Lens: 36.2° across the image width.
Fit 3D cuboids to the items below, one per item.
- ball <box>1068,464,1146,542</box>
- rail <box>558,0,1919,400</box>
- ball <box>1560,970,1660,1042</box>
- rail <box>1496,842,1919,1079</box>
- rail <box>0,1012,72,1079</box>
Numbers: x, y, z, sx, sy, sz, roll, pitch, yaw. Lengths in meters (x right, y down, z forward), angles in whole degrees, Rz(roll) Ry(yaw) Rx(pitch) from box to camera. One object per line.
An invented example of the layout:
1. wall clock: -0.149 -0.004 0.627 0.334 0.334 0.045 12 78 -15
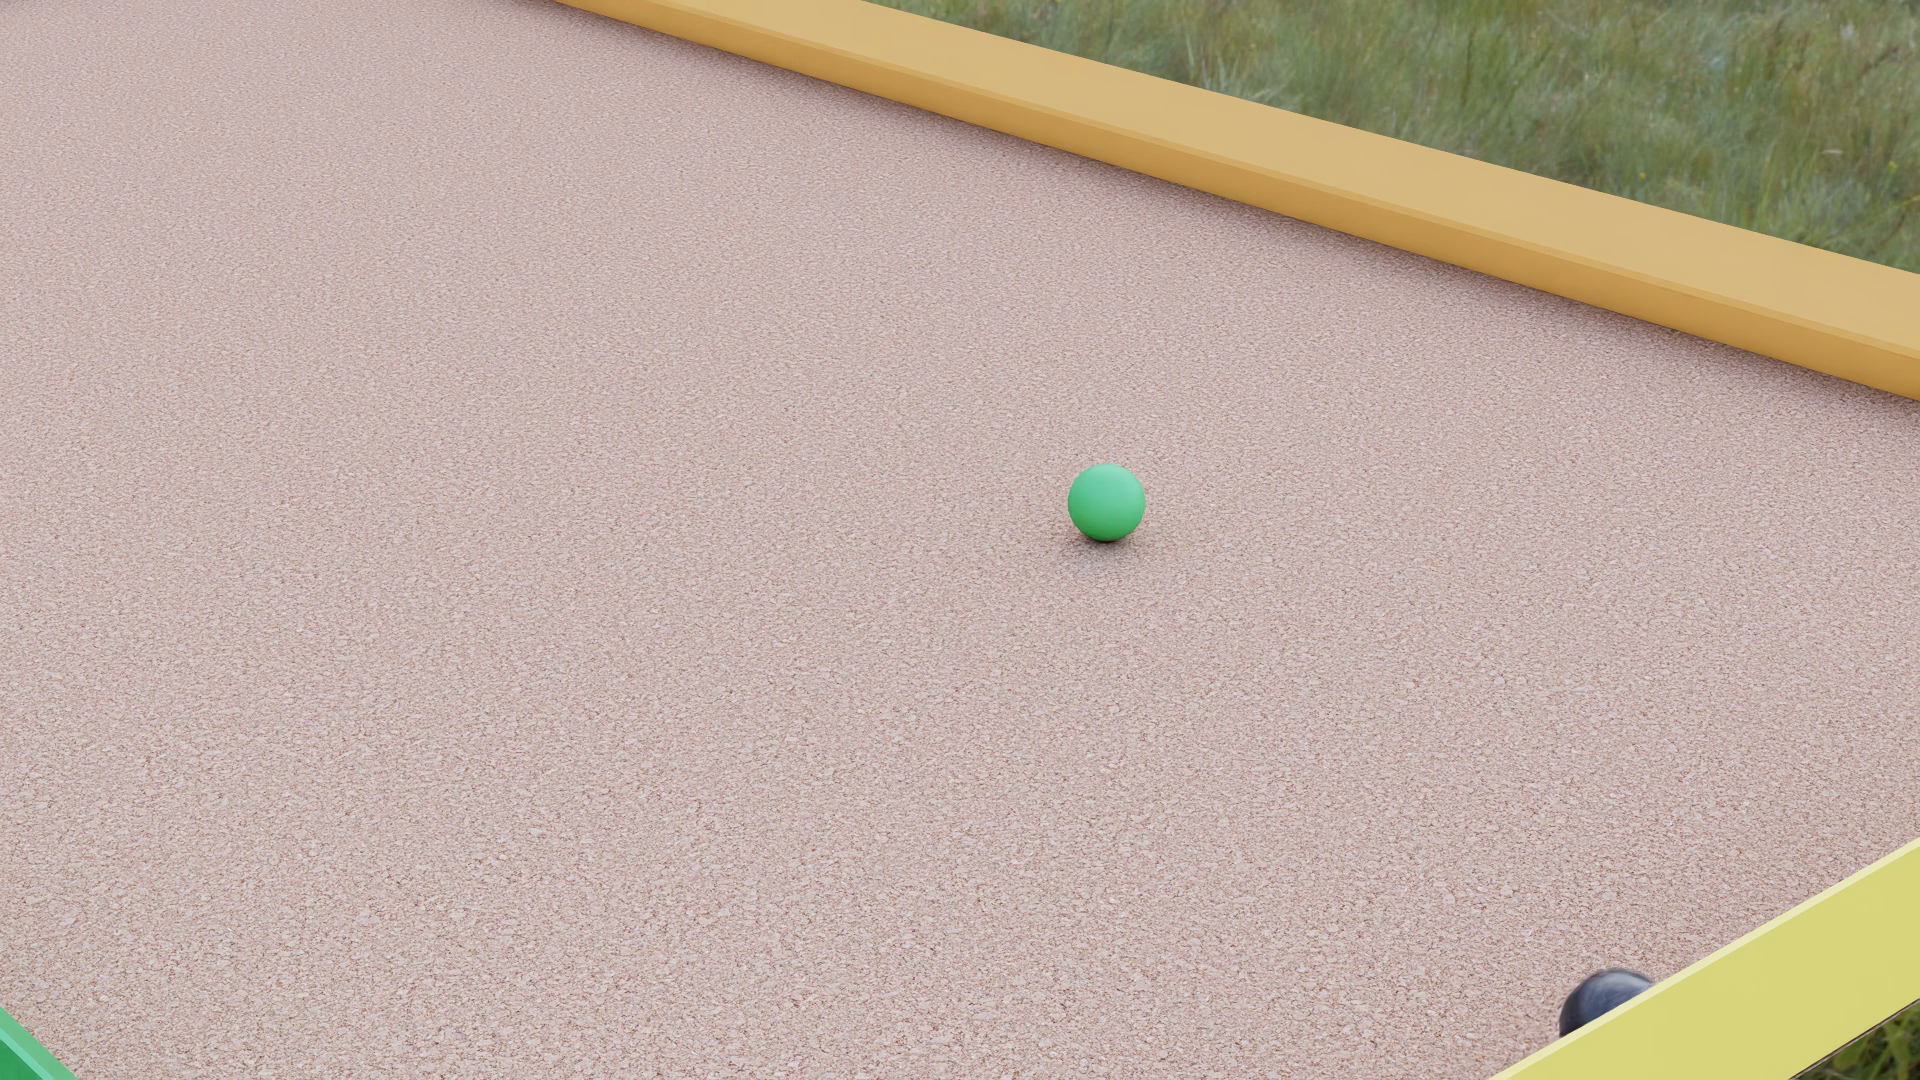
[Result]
1. ball: 0.124 -0.032 2.488 0.066 0.066 0.066 0 23 0
2. rail: 0.132 -0.527 3.602 0.045 0.120 3.568 -18 29 -37
3. ball: 0.386 0.286 1.725 0.068 0.068 0.068 0 23 0
4. rail: 0.568 0.225 1.802 1.942 0.120 0.045 -18 29 -37
5. rail: -1.300 -0.049 2.457 0.045 0.120 3.568 -18 29 -37
